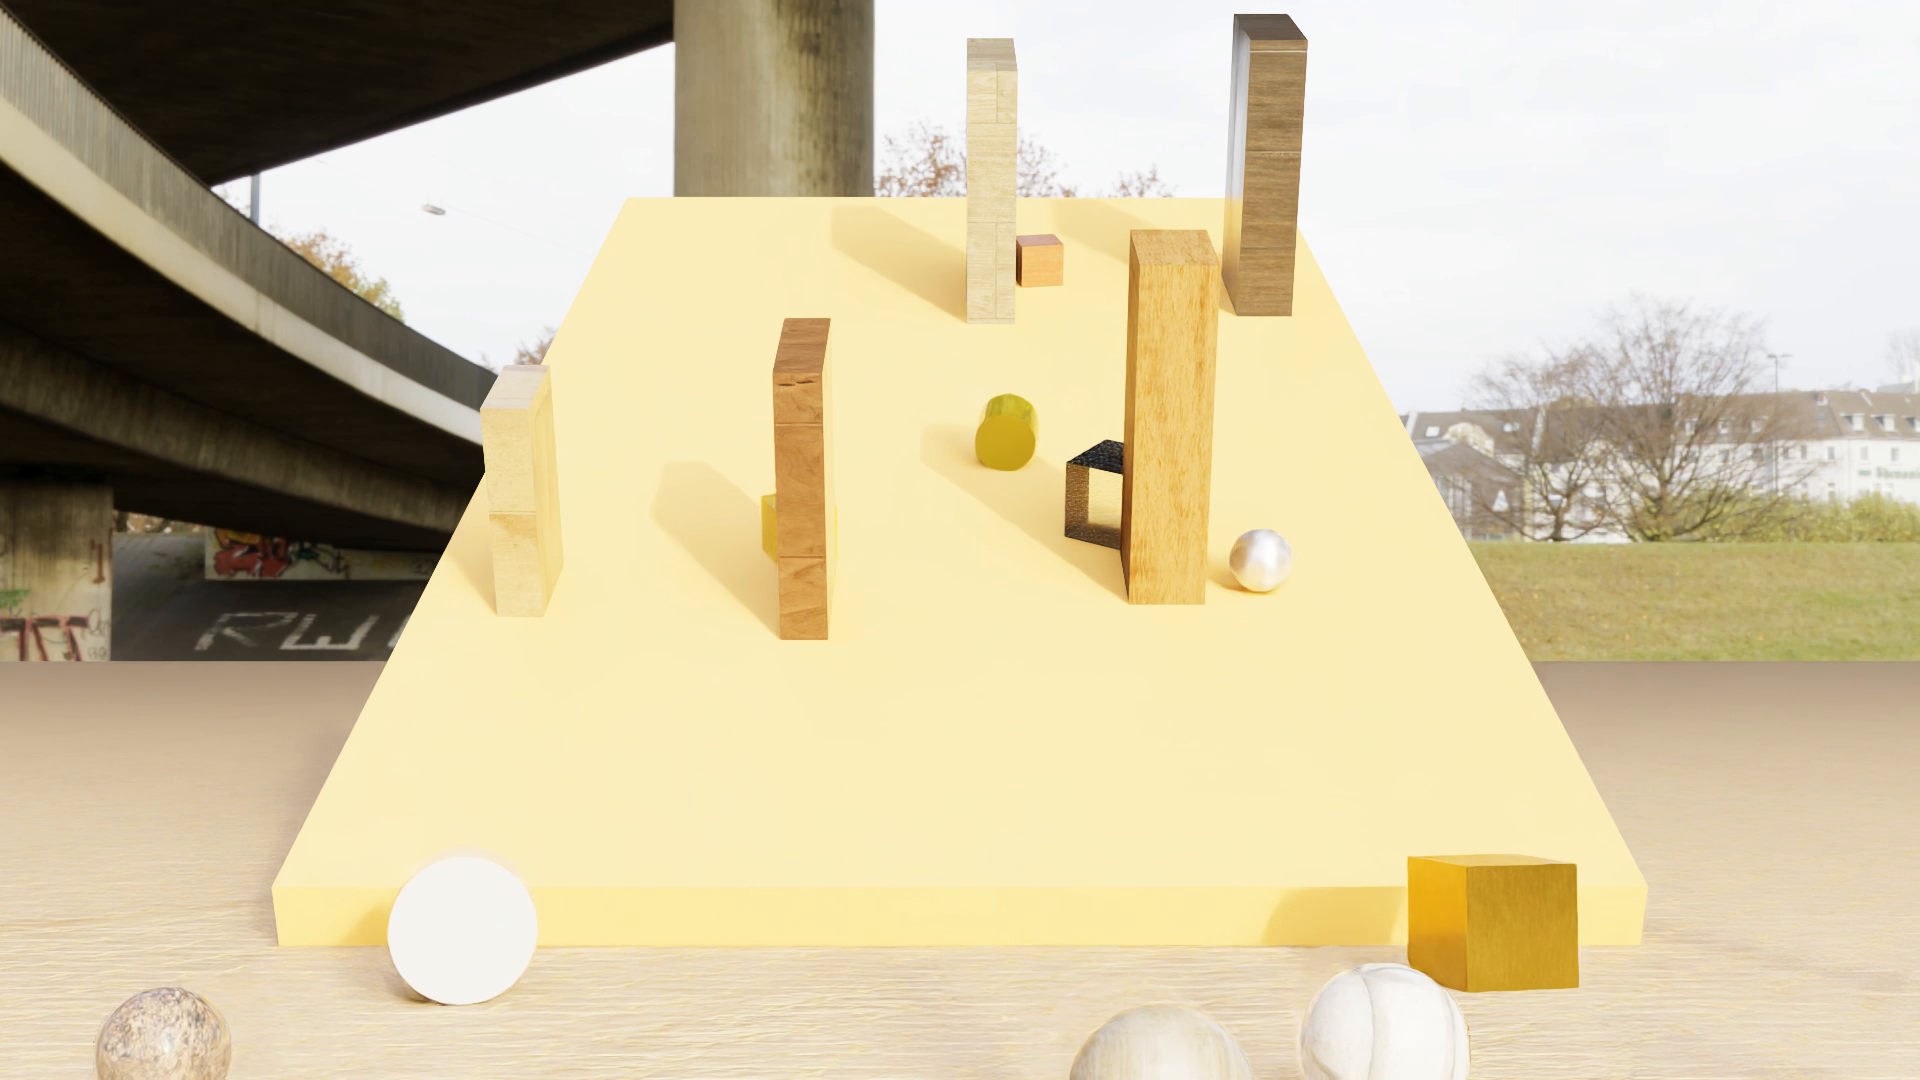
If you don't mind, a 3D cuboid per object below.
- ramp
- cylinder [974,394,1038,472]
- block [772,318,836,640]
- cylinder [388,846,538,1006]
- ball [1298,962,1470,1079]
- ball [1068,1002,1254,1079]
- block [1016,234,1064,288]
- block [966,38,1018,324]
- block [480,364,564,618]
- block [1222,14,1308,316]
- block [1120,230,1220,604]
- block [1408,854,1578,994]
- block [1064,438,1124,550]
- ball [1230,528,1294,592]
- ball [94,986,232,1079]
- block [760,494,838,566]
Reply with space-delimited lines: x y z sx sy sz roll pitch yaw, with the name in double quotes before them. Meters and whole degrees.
"ramp" -0.007 -0.225 5.217 2.000 0.100 4.000 0 23 0
"cylinder" 0.100 -0.230 4.934 0.130 0.130 0.130 0 23 5
"block" -0.278 -0.114 4.174 0.086 0.503 0.317 0 23 0
"cylinder" -0.623 0.481 2.900 0.179 0.179 0.179 1 -3 -12
"ball" 0.380 0.455 2.069 0.151 0.151 0.151 0 -3 0
"ball" 0.159 0.443 1.830 0.150 0.150 0.150 0 -3 0
"block" 0.209 -0.749 6.192 0.113 0.113 0.113 -4 23 -10
"block" 0.078 -0.928 5.934 0.122 0.641 0.435 0 23 0
"block" -0.802 -0.092 4.247 0.084 0.404 0.243 0 23 0
"block" 0.780 -0.970 5.955 0.141 0.705 0.371 0 23 0
"block" 0.383 -0.225 4.255 0.141 0.648 0.240 0 23 0
"block" 0.695 0.498 3.018 0.159 0.159 0.159 1 -3 -16
"block" 0.316 -0.088 4.561 0.158 0.158 0.158 14 27 30
"ball" 0.563 0.038 4.313 0.119 0.119 0.119 0 -3 0
"ball" -0.734 0.473 2.128 0.120 0.120 0.120 0 -3 0
"block" -0.310 -0.022 4.457 0.114 0.114 0.114 -9 25 -22
